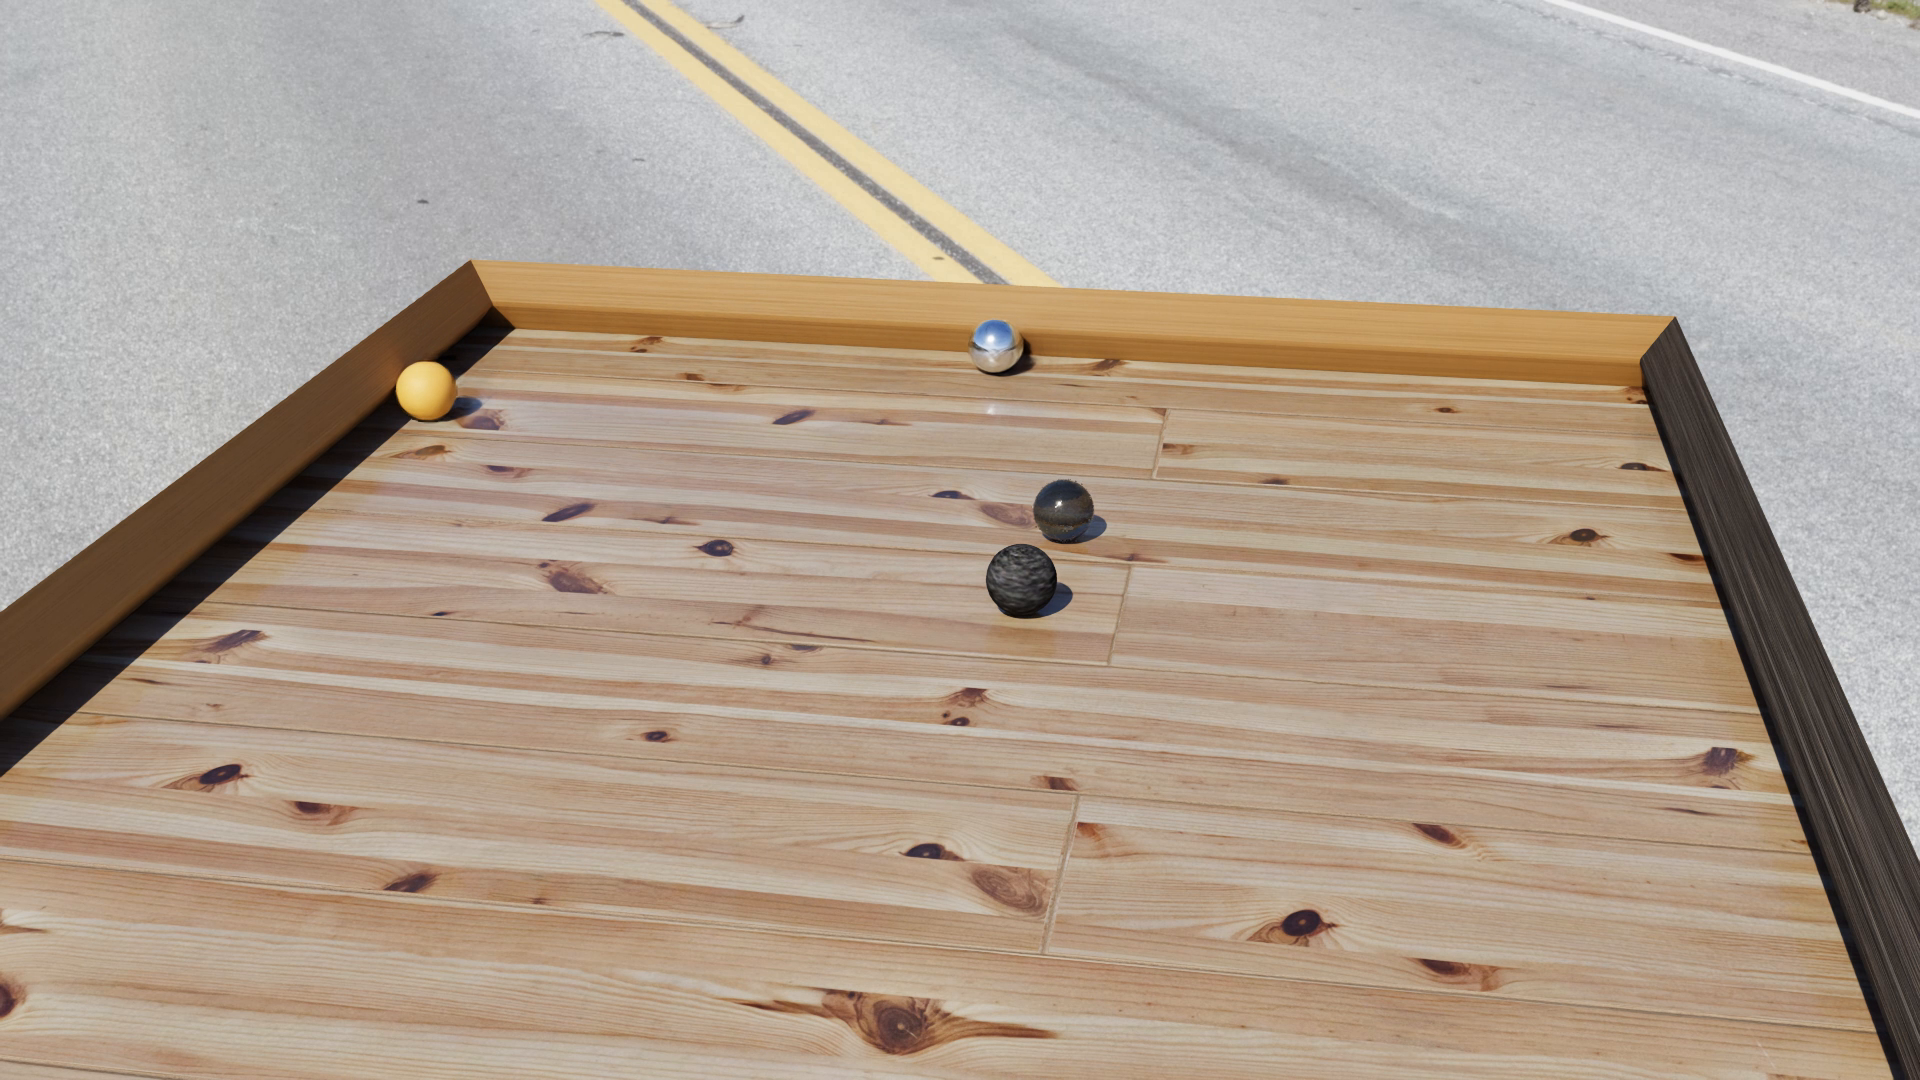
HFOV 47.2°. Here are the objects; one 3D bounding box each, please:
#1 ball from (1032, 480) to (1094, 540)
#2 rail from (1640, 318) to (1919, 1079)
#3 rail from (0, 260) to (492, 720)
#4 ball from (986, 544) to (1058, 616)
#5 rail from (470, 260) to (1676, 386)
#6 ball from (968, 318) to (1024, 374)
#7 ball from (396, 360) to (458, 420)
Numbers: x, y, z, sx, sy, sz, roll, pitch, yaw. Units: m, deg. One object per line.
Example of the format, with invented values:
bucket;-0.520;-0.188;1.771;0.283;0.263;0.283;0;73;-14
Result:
ball;0.114;-0.033;2.412;0.067;0.067;0.067;0;23;0
rail;0.667;0.324;1.541;0.045;0.097;2.936;4;23;9
rail;-0.906;0.222;1.779;0.045;0.097;2.936;4;23;9
ball;0.063;0.040;2.236;0.073;0.073;0.073;0;23;0
rail;0.115;-0.289;2.970;1.641;0.097;0.045;4;23;9
ball;0.048;-0.258;2.931;0.073;0.073;0.073;0;23;0
ball;-0.671;-0.188;2.765;0.074;0.074;0.074;0;23;0
